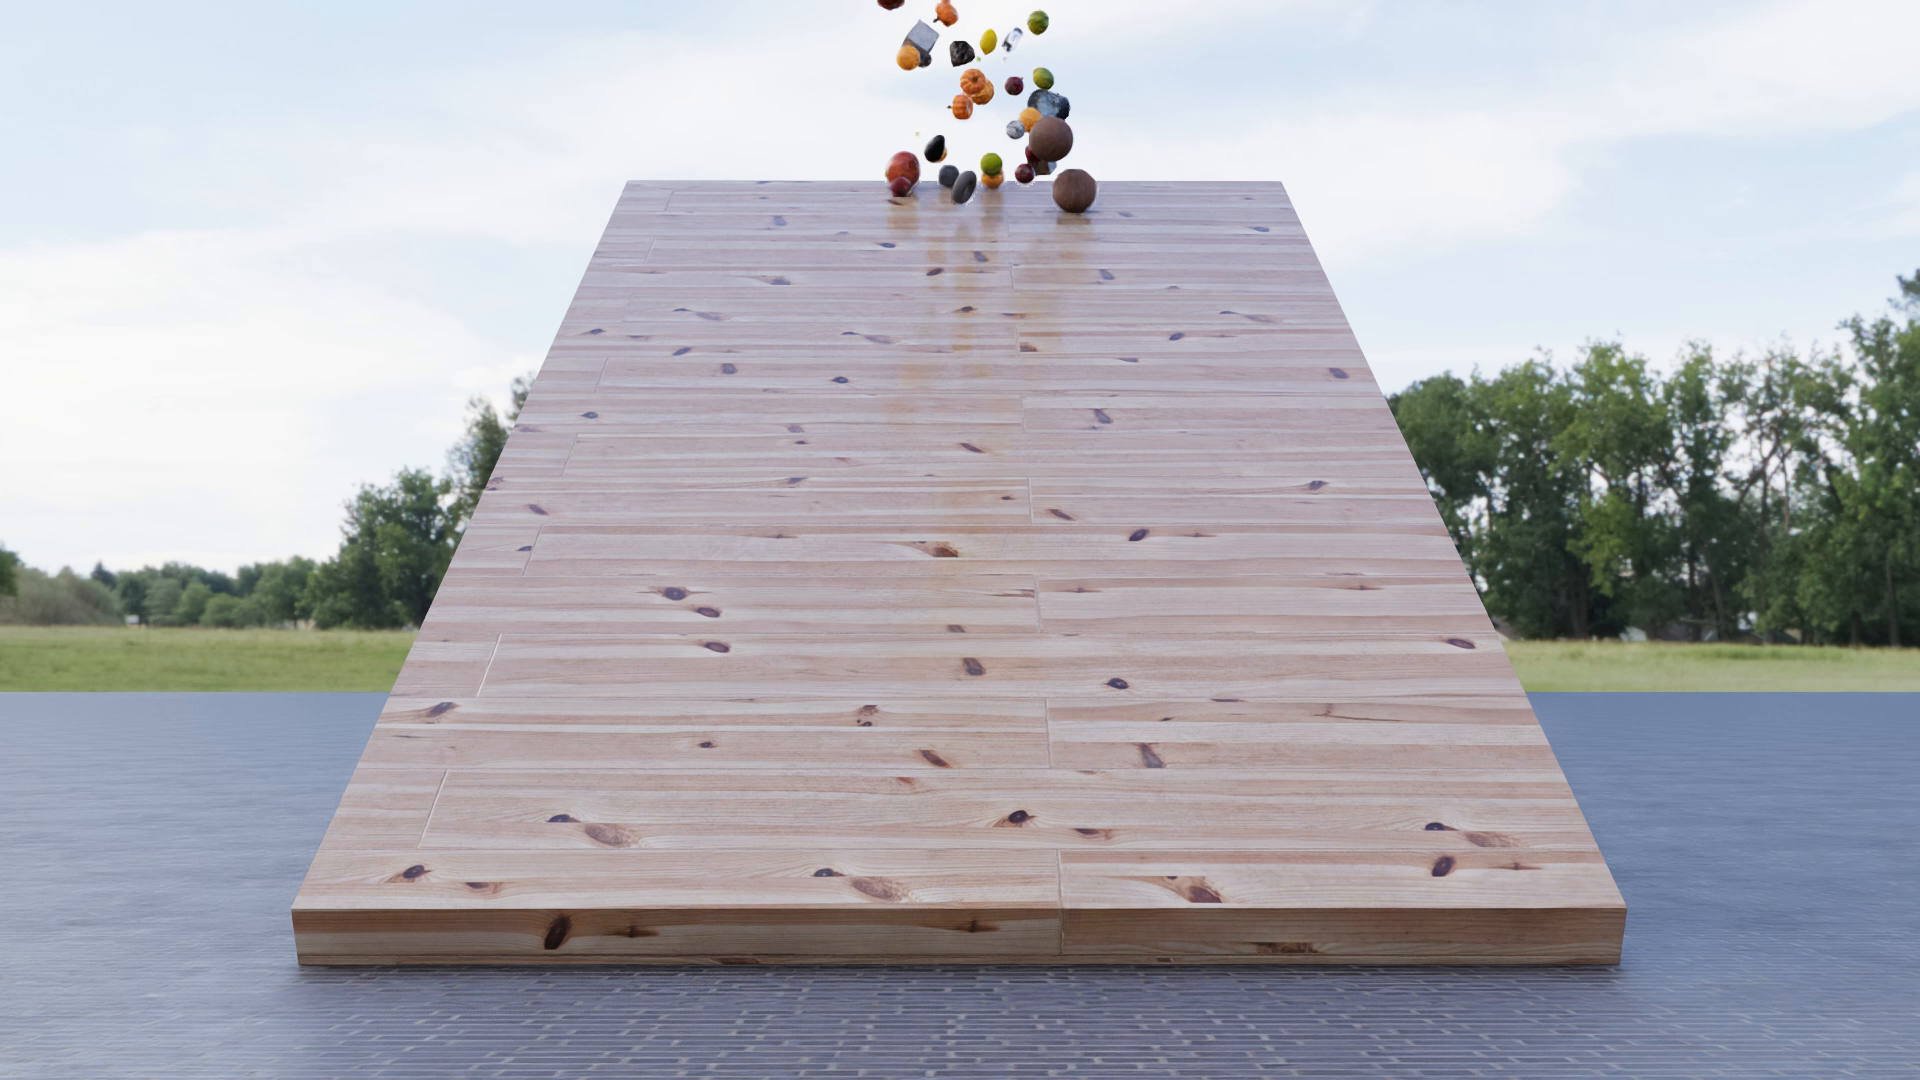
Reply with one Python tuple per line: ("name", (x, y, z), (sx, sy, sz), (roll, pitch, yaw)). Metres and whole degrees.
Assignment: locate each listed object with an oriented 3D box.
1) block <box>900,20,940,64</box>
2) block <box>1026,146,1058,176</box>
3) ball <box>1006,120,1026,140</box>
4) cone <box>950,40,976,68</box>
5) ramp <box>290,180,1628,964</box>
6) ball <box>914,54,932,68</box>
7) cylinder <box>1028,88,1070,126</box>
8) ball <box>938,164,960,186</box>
("block", (-0.118, -1.463, 6.848), (0.076, 0.076, 0.076), (36, -25, -3))
("block", (0.241, -1.115, 6.863), (0.064, 0.064, 0.064), (2, 34, 24))
("ball", (0.158, -1.163, 6.609), (0.055, 0.055, 0.055), (0, -4, 0))
("cone", (-0.008, -1.467, 7.123), (0.086, 0.086, 0.086), (15, -40, 13))
("ramp", (-0.008, -0.229, 5.331), (2.000, 0.100, 4.000), (0, 24, 0))
("ball", (-0.108, -1.422, 6.906), (0.050, 0.050, 0.050), (0, -4, 0))
("cylinder", (0.259, -1.267, 6.819), (0.090, 0.090, 0.090), (-3, -6, 39))
("ball", (-0.034, -1.103, 7.058), (0.068, 0.068, 0.068), (0, -4, 0))
